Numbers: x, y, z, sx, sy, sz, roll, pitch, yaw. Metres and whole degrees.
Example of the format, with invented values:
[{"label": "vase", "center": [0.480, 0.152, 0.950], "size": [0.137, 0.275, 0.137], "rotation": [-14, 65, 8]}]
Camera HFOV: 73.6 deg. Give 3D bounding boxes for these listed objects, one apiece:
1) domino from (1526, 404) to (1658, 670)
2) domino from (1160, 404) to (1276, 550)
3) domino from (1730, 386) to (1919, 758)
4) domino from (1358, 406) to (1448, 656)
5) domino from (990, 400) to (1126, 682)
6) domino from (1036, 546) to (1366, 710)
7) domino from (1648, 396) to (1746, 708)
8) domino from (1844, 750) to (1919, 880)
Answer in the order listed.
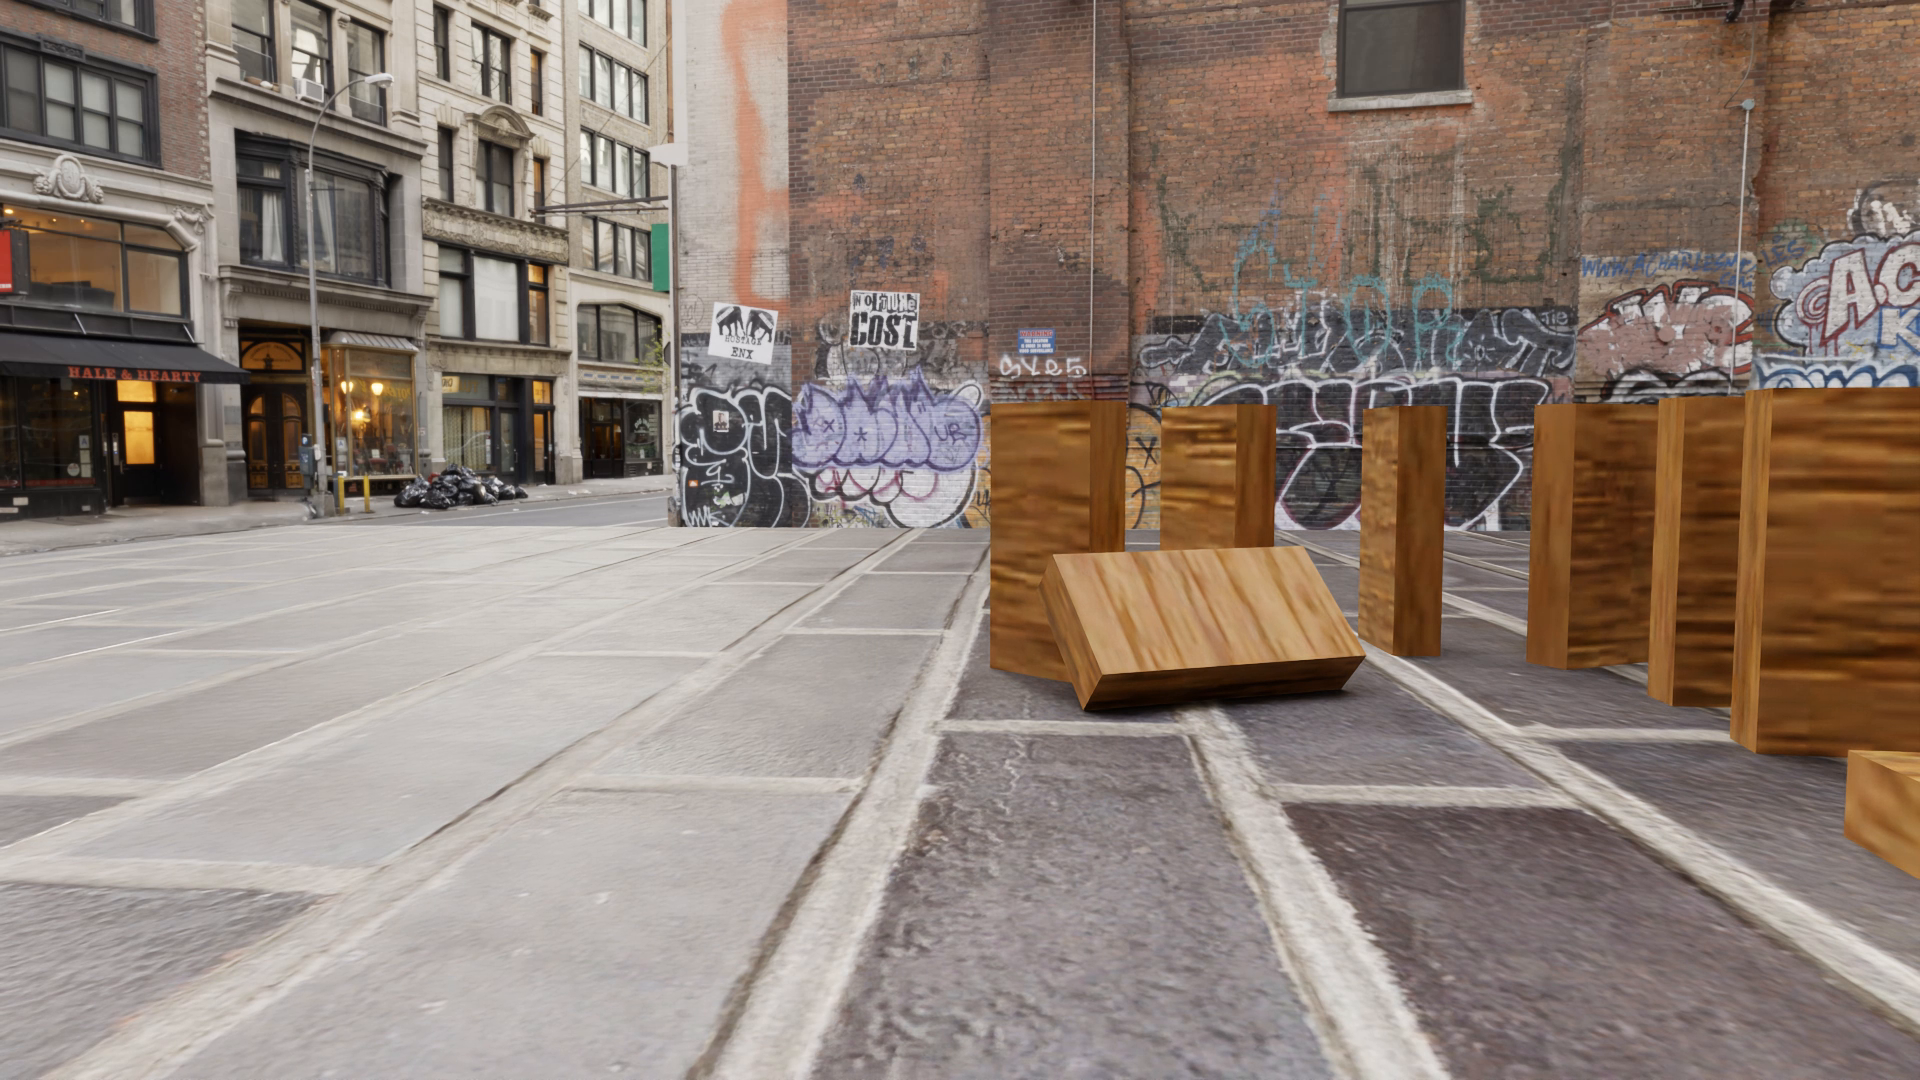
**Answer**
[{"label": "domino", "center": [0.124, -0.001, 0.249], "size": [0.025, 0.050, 0.009], "rotation": [-2, 5, -23]}, {"label": "domino", "center": [0.051, -0.002, 0.258], "size": [0.009, 0.050, 0.025], "rotation": [-2, 5, -25]}, {"label": "domino", "center": [0.123, 0.004, 0.177], "size": [0.025, 0.050, 0.009], "rotation": [1, 4, 12]}, {"label": "domino", "center": [0.092, -0.003, 0.268], "size": [0.009, 0.050, 0.025], "rotation": [0, 4, 2]}, {"label": "domino", "center": [0.018, 0.000, 0.236], "size": [0.009, 0.050, 0.025], "rotation": [-4, 6, -42]}, {"label": "domino", "center": [0.041, 0.014, 0.219], "size": [0.050, 0.010, 0.025], "rotation": [-2, 48, -21]}, {"label": "domino", "center": [0.129, 0.002, 0.210], "size": [0.025, 0.050, 0.010], "rotation": [0, 4, 6]}, {"label": "domino", "center": [0.104, 0.029, 0.112], "size": [0.025, 0.010, 0.050], "rotation": [1, 4, 9]}]
